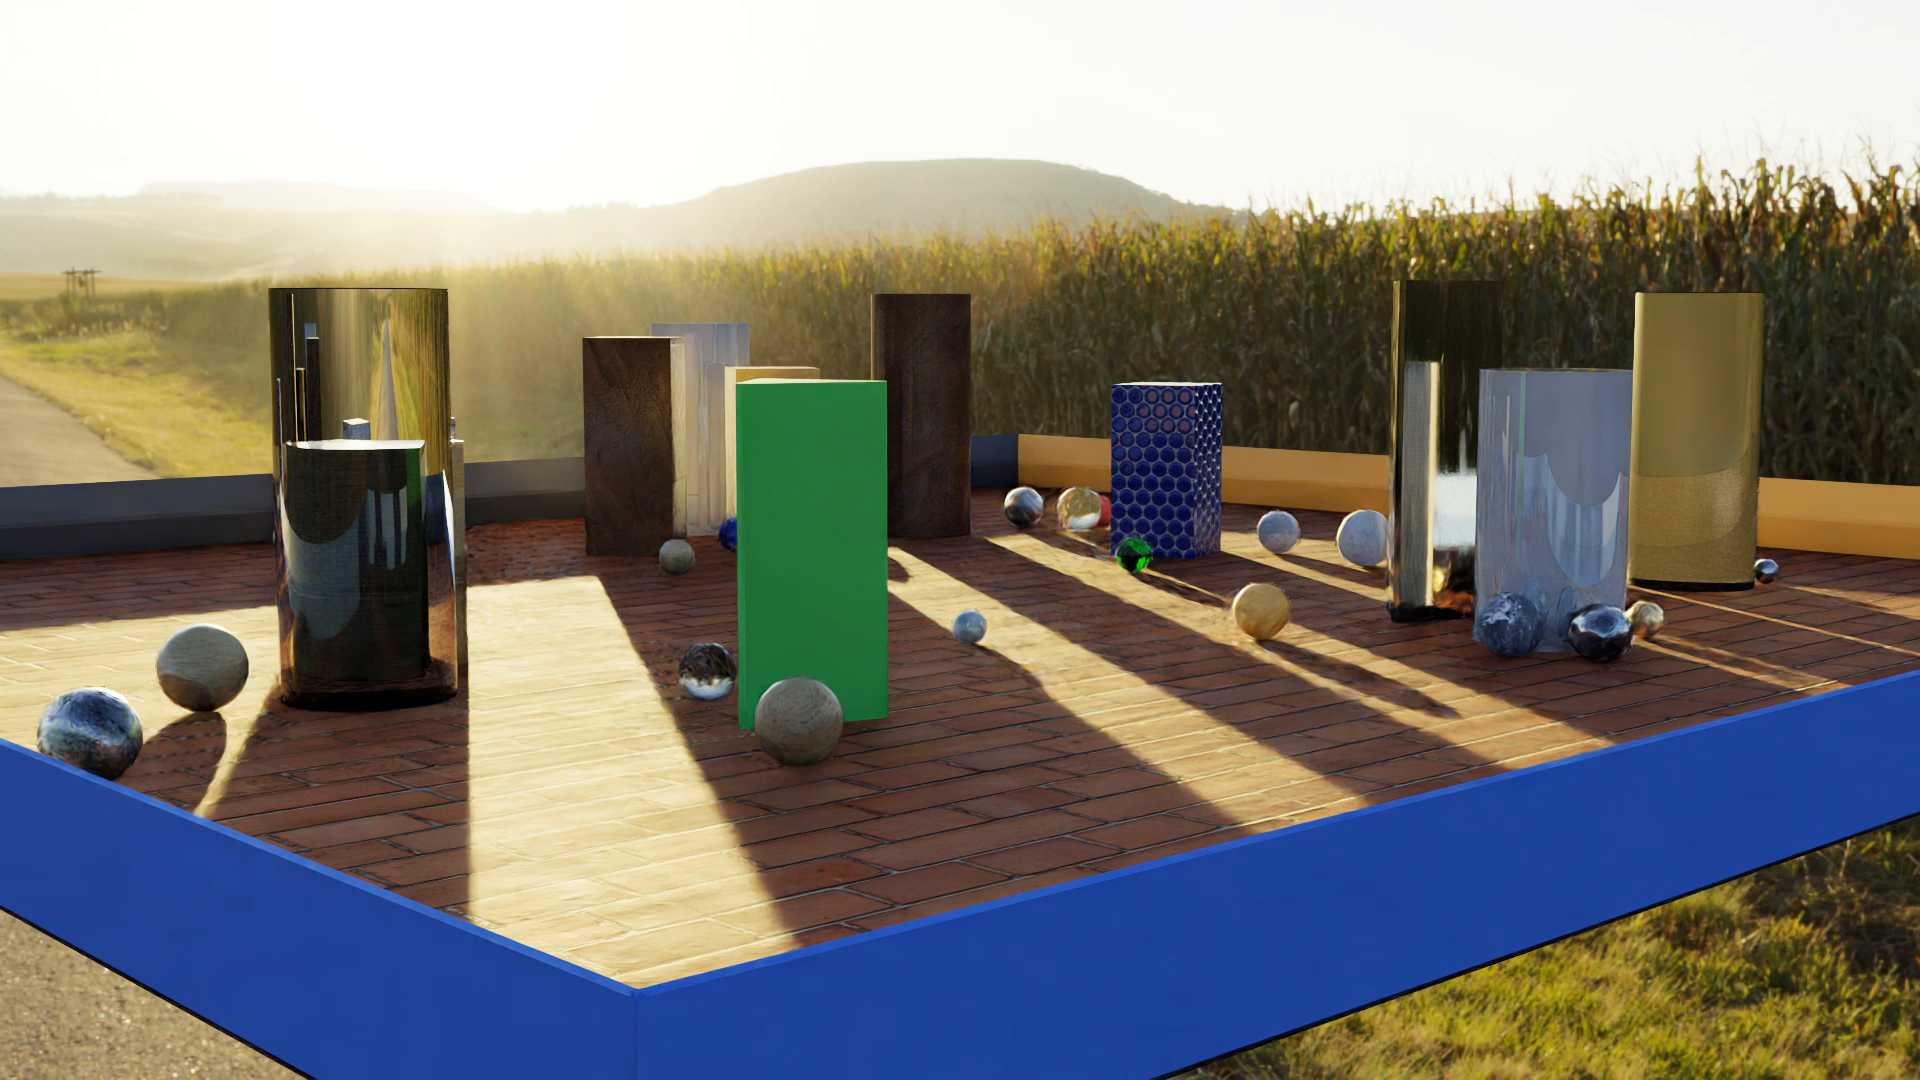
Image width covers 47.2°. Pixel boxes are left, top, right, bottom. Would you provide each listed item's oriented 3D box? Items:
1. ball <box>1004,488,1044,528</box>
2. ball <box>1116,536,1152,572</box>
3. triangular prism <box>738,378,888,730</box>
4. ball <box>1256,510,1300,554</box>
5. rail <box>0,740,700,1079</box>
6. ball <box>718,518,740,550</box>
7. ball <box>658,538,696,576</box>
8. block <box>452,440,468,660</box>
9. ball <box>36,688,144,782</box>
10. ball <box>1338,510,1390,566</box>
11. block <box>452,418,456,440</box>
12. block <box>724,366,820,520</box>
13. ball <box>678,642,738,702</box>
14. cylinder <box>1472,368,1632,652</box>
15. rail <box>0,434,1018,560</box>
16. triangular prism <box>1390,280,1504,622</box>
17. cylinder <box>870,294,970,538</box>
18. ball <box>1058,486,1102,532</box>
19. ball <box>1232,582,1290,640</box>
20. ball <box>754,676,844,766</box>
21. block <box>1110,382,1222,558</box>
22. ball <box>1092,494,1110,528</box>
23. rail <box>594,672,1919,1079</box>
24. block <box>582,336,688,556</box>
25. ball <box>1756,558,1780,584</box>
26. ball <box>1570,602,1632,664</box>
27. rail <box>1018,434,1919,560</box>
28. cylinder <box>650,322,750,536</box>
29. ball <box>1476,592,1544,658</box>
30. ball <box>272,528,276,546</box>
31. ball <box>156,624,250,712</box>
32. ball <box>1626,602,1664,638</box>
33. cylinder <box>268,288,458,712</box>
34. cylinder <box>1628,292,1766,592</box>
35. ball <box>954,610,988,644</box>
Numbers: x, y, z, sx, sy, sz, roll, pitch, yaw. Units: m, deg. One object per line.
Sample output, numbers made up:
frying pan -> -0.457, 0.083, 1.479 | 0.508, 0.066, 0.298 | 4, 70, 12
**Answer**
ball -> 0.132, -0.067, 4.539 | 0.082, 0.082, 0.082 | 0, 6, 0
ball -> 0.296, 0.024, 3.760 | 0.061, 0.061, 0.061 | 0, 6, 0
triangular prism -> -0.189, 0.008, 2.428 | 0.172, 0.369, 0.149 | -3, 7, -27
ball -> 0.587, -0.015, 4.050 | 0.079, 0.079, 0.079 | 0, 6, 0
rail -> -1.220, 0.150, 2.212 | 0.045, 0.129, 3.208 | -5, 8, -42
ball -> -0.420, -0.010, 4.090 | 0.062, 0.062, 0.062 | 0, 6, 0
ball -> -0.479, 0.029, 3.717 | 0.061, 0.061, 0.061 | 0, 6, 0
block -> -0.743, 0.014, 2.803 | 0.159, 0.280, 0.159 | 6, 8, 43
ball -> -0.817, 0.185, 2.065 | 0.093, 0.093, 0.093 | 0, 6, 0
ball -> 0.709, -0.003, 3.840 | 0.099, 0.099, 0.099 | 0, 6, 0
block -> -0.986, -0.081, 3.826 | 0.159, 0.258, 0.159 | 2, 6, 16
block -> -0.359, -0.161, 4.208 | 0.159, 0.337, 0.159 | -1, 6, -13
ball -> -0.288, 0.151, 2.513 | 0.067, 0.067, 0.067 | 0, 6, 0
cylinder -> 0.796, -0.045, 2.957 | 0.199, 0.366, 0.199 | 0, 6, 0
rail -> -1.072, -0.087, 4.487 | 3.368, 0.129, 0.045 | -5, 8, -42
triangular prism -> 0.677, -0.135, 3.230 | 0.172, 0.488, 0.149 | -2, 6, -22
cylinder -> -0.078, -0.251, 4.391 | 0.199, 0.478, 0.199 | 0, 6, 0
ball -> 0.242, -0.063, 4.455 | 0.090, 0.090, 0.090 | 0, 6, 0
ball -> 0.410, 0.096, 2.992 | 0.077, 0.077, 0.077 | 0, 6, 0
ball -> -0.158, 0.178, 2.157 | 0.088, 0.088, 0.088 | 0, 6, 0
block -> 0.381, -0.132, 4.049 | 0.159, 0.311, 0.159 | 3, 7, 24
ball -> 0.284, -0.059, 4.522 | 0.068, 0.068, 0.068 | 0, 6, 0
rail -> 1.072, 0.154, 2.177 | 3.368, 0.129, 0.045 | -5, 8, -42
block -> -0.597, -0.175, 4.057 | 0.159, 0.396, 0.159 | 0, 6, 2
ball -> 1.316, 0.052, 3.592 | 0.041, 0.041, 0.041 | 0, 6, 0
ball -> 0.811, 0.118, 2.785 | 0.077, 0.077, 0.077 | 0, 6, 0
rail -> 1.220, -0.083, 4.451 | 0.045, 0.129, 3.208 | -5, 8, -42
cylinder -> -0.524, -0.228, 4.447 | 0.199, 0.420, 0.199 | 0, 6, 0
ball -> 0.706, 0.110, 2.823 | 0.085, 0.085, 0.085 | 0, 6, 0
ball -> -1.193, -0.006, 3.955 | 0.082, 0.082, 0.082 | 0, 6, 0
ball -> -0.842, 0.142, 2.446 | 0.098, 0.098, 0.098 | 0, 6, 0
ball -> 0.935, 0.109, 3.000 | 0.050, 0.050, 0.050 | 0, 6, 0
cylinder -> -0.684, -0.052, 2.524 | 0.199, 0.469, 0.199 | 0, 6, 0
cylinder -> 1.192, -0.163, 3.566 | 0.199, 0.473, 0.199 | 0, 6, 0
ball -> 0.014, 0.117, 2.945 | 0.046, 0.046, 0.046 | 0, 6, 0
